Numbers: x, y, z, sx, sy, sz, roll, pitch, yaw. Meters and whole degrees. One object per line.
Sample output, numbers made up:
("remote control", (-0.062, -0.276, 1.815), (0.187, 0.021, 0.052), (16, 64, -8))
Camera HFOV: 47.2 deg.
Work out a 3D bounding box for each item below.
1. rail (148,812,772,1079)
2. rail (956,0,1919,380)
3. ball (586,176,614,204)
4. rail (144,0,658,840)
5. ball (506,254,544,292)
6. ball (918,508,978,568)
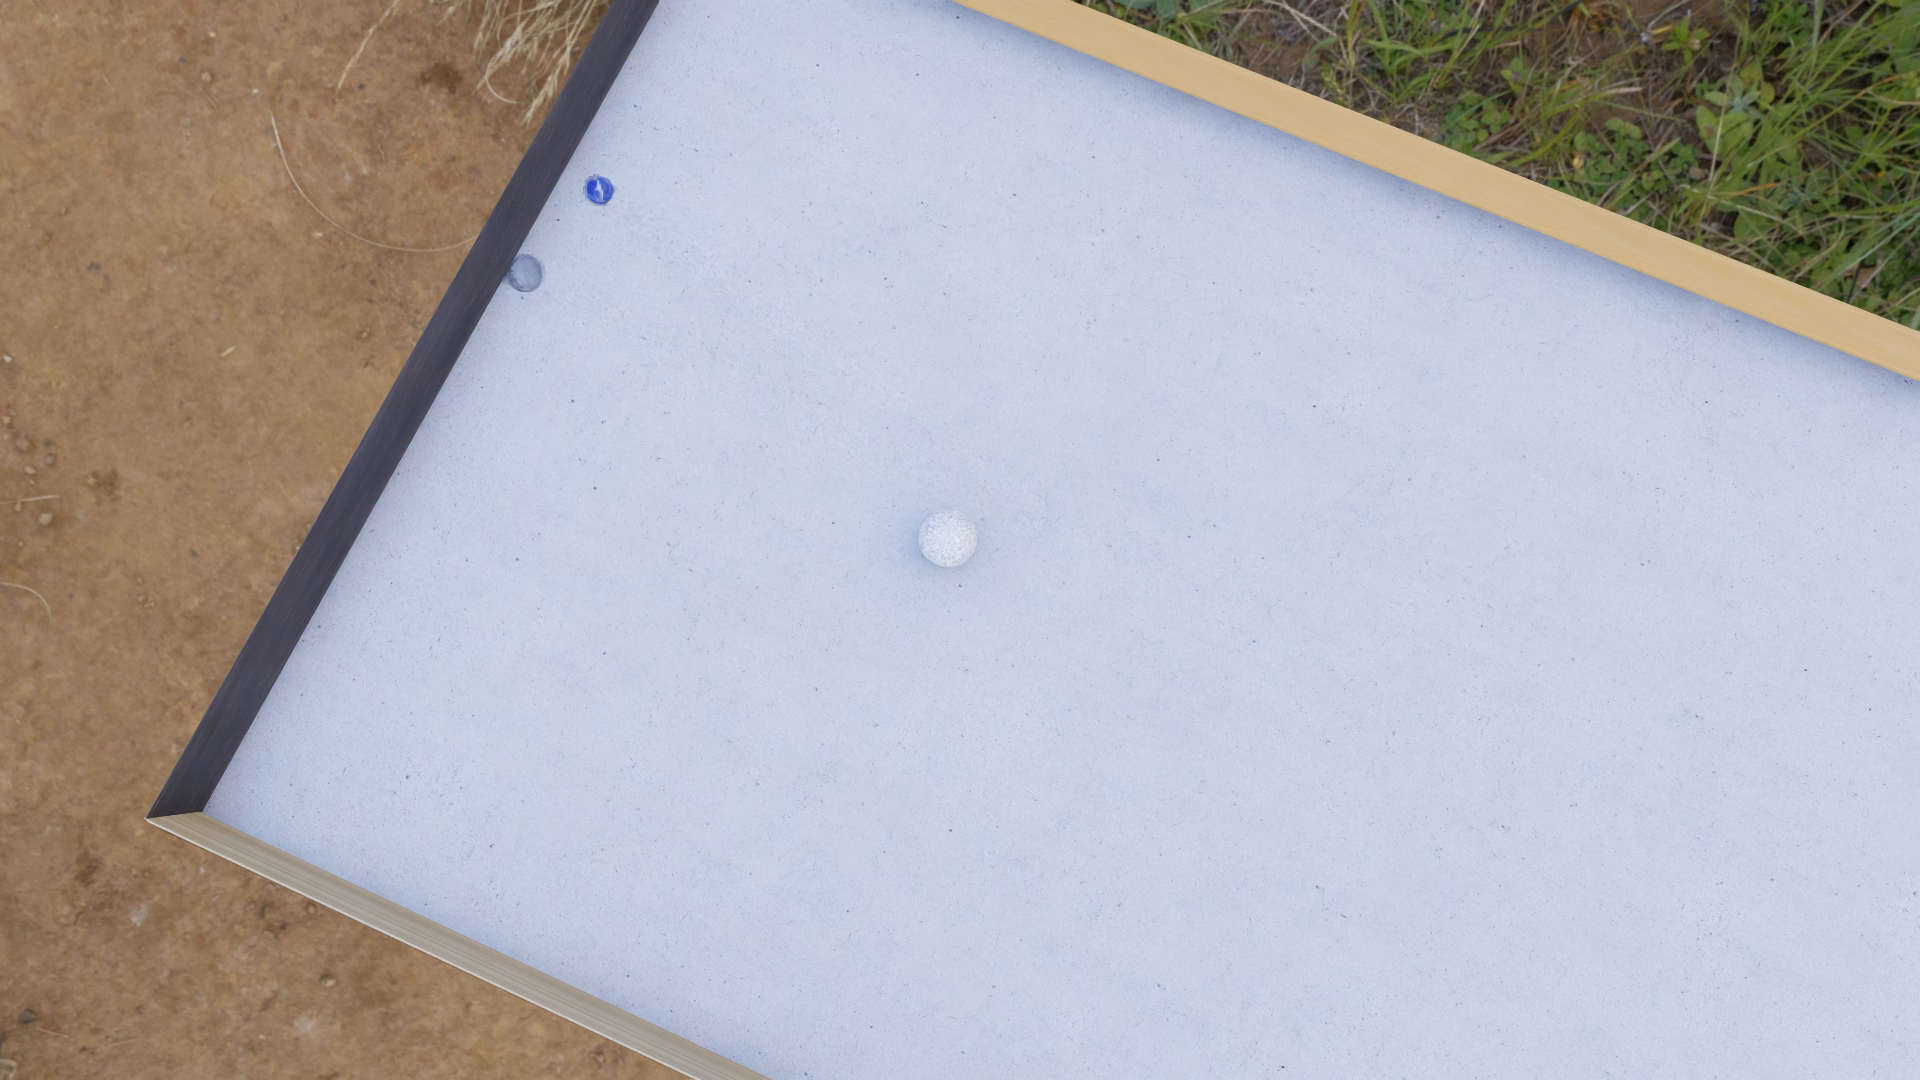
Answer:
("rail", (0.453, 1.098, 3.016), (3.563, 0.119, 0.045), (23, 73, 7))
("rail", (1.172, -0.419, 3.516), (3.563, 0.119, 0.045), (23, 73, 7))
("ball", (-0.590, -0.573, 3.605), (0.046, 0.046, 0.046), (0, 72, 0))
("rail", (-0.791, -0.346, 3.491), (0.045, 0.119, 1.799), (23, 73, 7))
("ball", (-0.702, -0.430, 3.551), (0.061, 0.061, 0.061), (0, 72, 0))
("ball", (-0.018, -0.003, 3.394), (0.092, 0.092, 0.092), (0, 72, 0))
